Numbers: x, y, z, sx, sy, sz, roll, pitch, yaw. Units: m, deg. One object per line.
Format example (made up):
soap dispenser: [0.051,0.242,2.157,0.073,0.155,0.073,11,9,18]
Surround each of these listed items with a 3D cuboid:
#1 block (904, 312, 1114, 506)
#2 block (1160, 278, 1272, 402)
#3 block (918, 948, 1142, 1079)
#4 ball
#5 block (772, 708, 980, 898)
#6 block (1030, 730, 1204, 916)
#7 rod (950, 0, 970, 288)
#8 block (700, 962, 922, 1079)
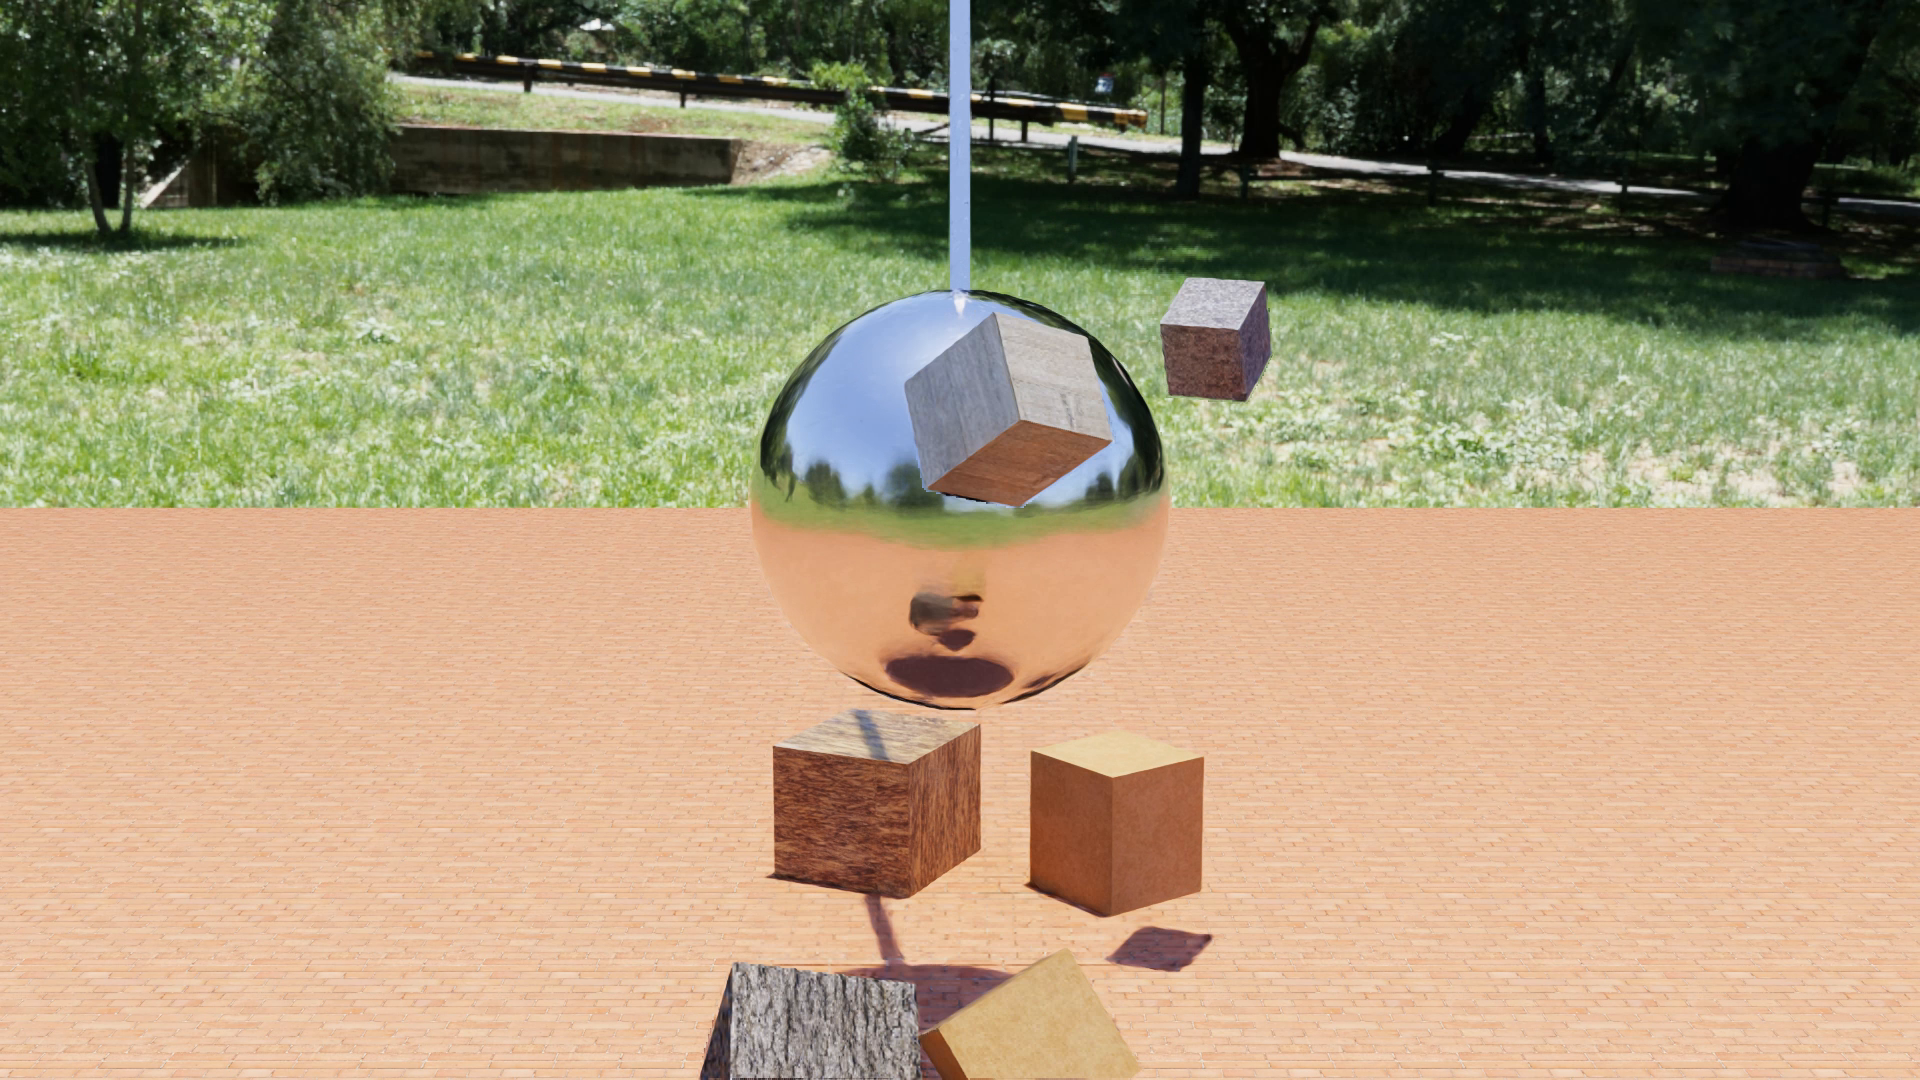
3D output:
block: [0.151,-0.411,7.062,0.403,0.389,0.464,10,-33,-40]
block: [1.082,-0.848,9.274,0.342,0.358,0.372,7,40,24]
block: [0.195,1.513,6.486,0.442,0.406,0.473,-29,-9,-15]
ball: [0.000,-0.152,8.380,1.600,1.600,1.600,0,10,0]
block: [-0.396,1.269,10.768,0.725,0.651,0.798,5,11,25]
block: [0.739,1.328,10.411,0.571,0.662,0.584,-8,13,-37]
rod: [0.000,-3.408,9.359,0.080,5.200,0.080,0,-17,0]
block: [-0.489,1.810,6.932,0.595,0.637,0.616,10,37,-12]
